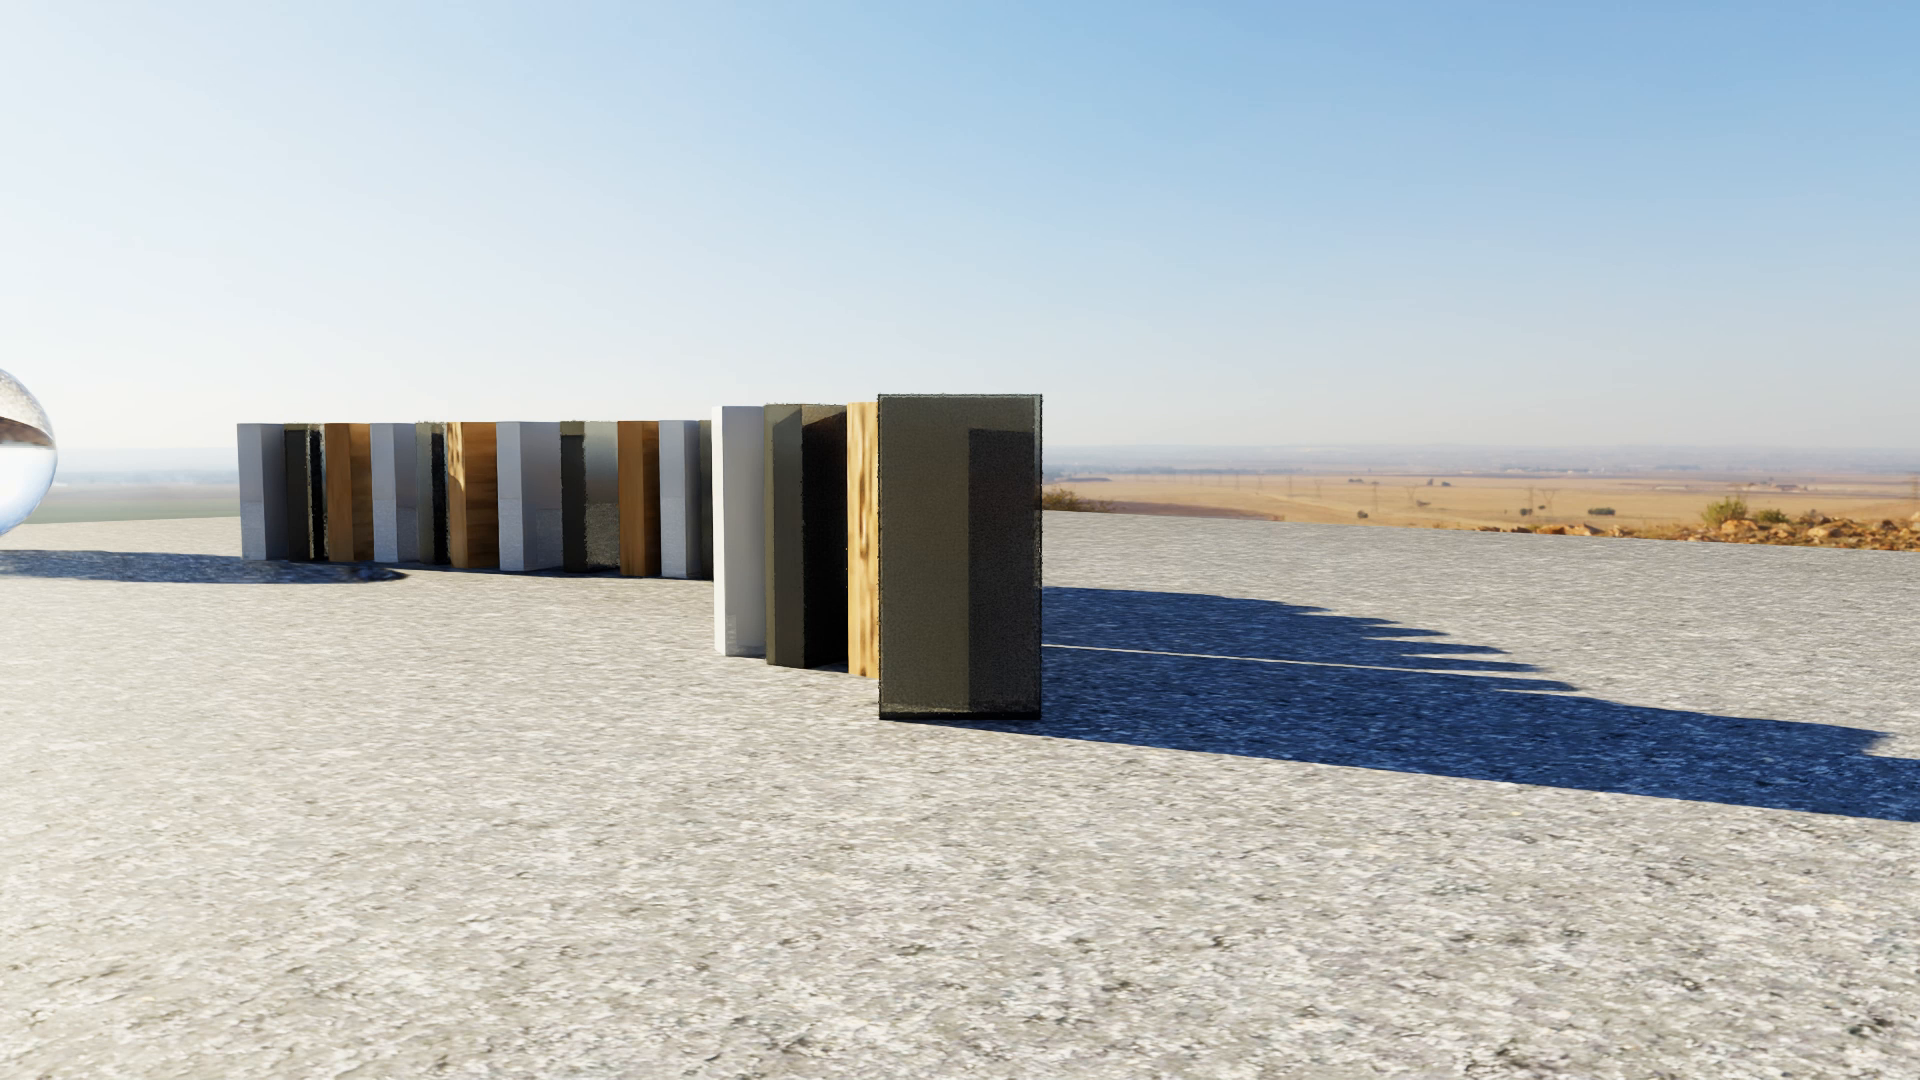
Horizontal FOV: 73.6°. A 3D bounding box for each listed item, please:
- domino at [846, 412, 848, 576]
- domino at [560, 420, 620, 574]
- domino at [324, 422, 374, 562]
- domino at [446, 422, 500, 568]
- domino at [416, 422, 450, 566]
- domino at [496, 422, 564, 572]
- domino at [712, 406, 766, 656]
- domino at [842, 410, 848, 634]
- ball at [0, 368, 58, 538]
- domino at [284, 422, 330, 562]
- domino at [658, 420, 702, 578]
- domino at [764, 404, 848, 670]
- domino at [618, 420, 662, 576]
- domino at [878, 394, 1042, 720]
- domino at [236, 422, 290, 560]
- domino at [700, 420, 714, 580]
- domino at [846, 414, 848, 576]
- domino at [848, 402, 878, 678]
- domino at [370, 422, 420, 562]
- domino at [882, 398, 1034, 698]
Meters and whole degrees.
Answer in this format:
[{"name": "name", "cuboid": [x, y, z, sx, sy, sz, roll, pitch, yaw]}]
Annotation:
[{"name": "domino", "cuboid": [-0.036, -0.005, 0.304, 0.025, 0.050, 0.010, 1, 4, 8]}, {"name": "domino", "cuboid": [-0.123, -0.015, 0.433, 0.010, 0.050, 0.025, 1, 4, 17]}, {"name": "domino", "cuboid": [-0.222, -0.018, 0.474, 0.009, 0.050, 0.025, 1, 4, 7]}, {"name": "domino", "cuboid": [-0.165, -0.016, 0.449, 0.010, 0.050, 0.025, 3, 5, 35]}, {"name": "domino", "cuboid": [-0.181, -0.017, 0.461, 0.009, 0.050, 0.025, 3, 5, 35]}, {"name": "domino", "cuboid": [-0.146, -0.015, 0.440, 0.009, 0.050, 0.025, 1, 5, 19]}, {"name": "domino", "cuboid": [-0.037, -0.002, 0.265, 0.025, 0.050, 0.009, -2, 5, -23]}, {"name": "domino", "cuboid": [-0.038, -0.004, 0.285, 0.025, 0.050, 0.009, 0, 4, 7]}, {"name": "ball", "cuboid": [-0.398, -0.035, 0.496, 0.080, 0.080, 0.080, 0, 4, 0]}, {"name": "domino", "cuboid": [-0.237, -0.018, 0.476, 0.010, 0.050, 0.025, 0, 4, 6]}, {"name": "domino", "cuboid": [-0.086, -0.014, 0.419, 0.009, 0.050, 0.025, 2, 5, 24]}, {"name": "domino", "cuboid": [-0.026, -0.001, 0.253, 0.009, 0.050, 0.025, 3, 5, 34]}, {"name": "domino", "cuboid": [-0.101, -0.014, 0.425, 0.010, 0.050, 0.025, 2, 5, 22]}, {"name": "domino", "cuboid": [0.000, 0.002, 0.201, 0.025, 0.050, 0.010, 0, 4, 0]}, {"name": "domino", "cuboid": [-0.255, -0.018, 0.478, 0.010, 0.050, 0.025, 1, 4, 8]}, {"name": "domino", "cuboid": [-0.070, -0.013, 0.410, 0.009, 0.050, 0.025, 3, 5, 34]}, {"name": "domino", "cuboid": [-0.035, -0.007, 0.323, 0.025, 0.050, 0.009, 0, 4, -4]}, {"name": "domino", "cuboid": [-0.008, -0.001, 0.242, 0.009, 0.050, 0.025, 4, 6, 44]}, {"name": "domino", "cuboid": [-0.203, -0.018, 0.471, 0.009, 0.050, 0.025, 1, 4, 13]}, {"name": "domino", "cuboid": [-0.001, 0.001, 0.219, 0.025, 0.050, 0.010, 0, 4, -5]}]
